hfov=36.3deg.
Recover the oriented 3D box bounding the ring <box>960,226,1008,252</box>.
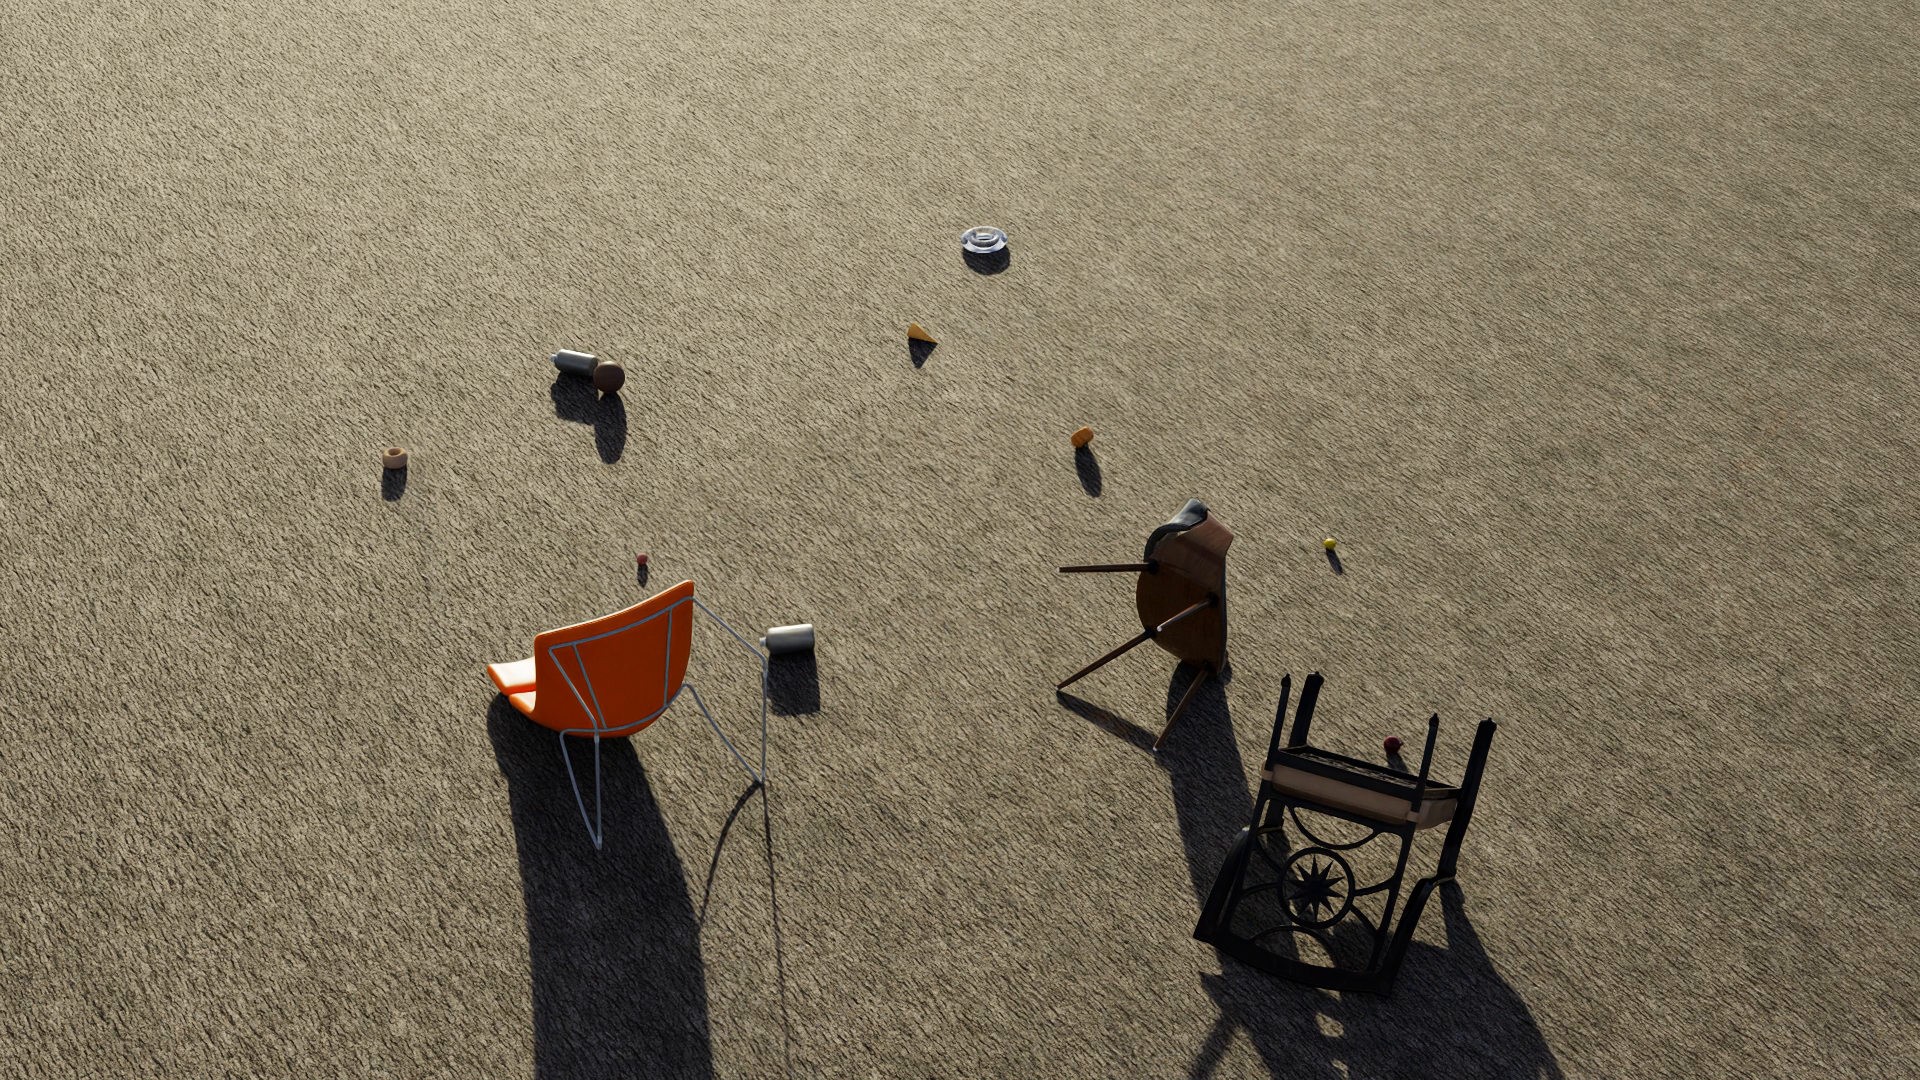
[{"bbox_3d":[0.105,-1.323,12.909,0.207,0.049,0.213,20,38,29],"label":"ring"}]

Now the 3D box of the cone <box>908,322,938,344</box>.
[{"bbox_3d":[-0.146,-0.846,12.199,0.134,0.067,0.065,28,9,15],"label":"cone"}]

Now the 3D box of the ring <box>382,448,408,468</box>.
[{"bbox_3d":[-2.192,-0.318,11.377,0.097,0.056,0.101,12,34,21],"label":"ring"}]
